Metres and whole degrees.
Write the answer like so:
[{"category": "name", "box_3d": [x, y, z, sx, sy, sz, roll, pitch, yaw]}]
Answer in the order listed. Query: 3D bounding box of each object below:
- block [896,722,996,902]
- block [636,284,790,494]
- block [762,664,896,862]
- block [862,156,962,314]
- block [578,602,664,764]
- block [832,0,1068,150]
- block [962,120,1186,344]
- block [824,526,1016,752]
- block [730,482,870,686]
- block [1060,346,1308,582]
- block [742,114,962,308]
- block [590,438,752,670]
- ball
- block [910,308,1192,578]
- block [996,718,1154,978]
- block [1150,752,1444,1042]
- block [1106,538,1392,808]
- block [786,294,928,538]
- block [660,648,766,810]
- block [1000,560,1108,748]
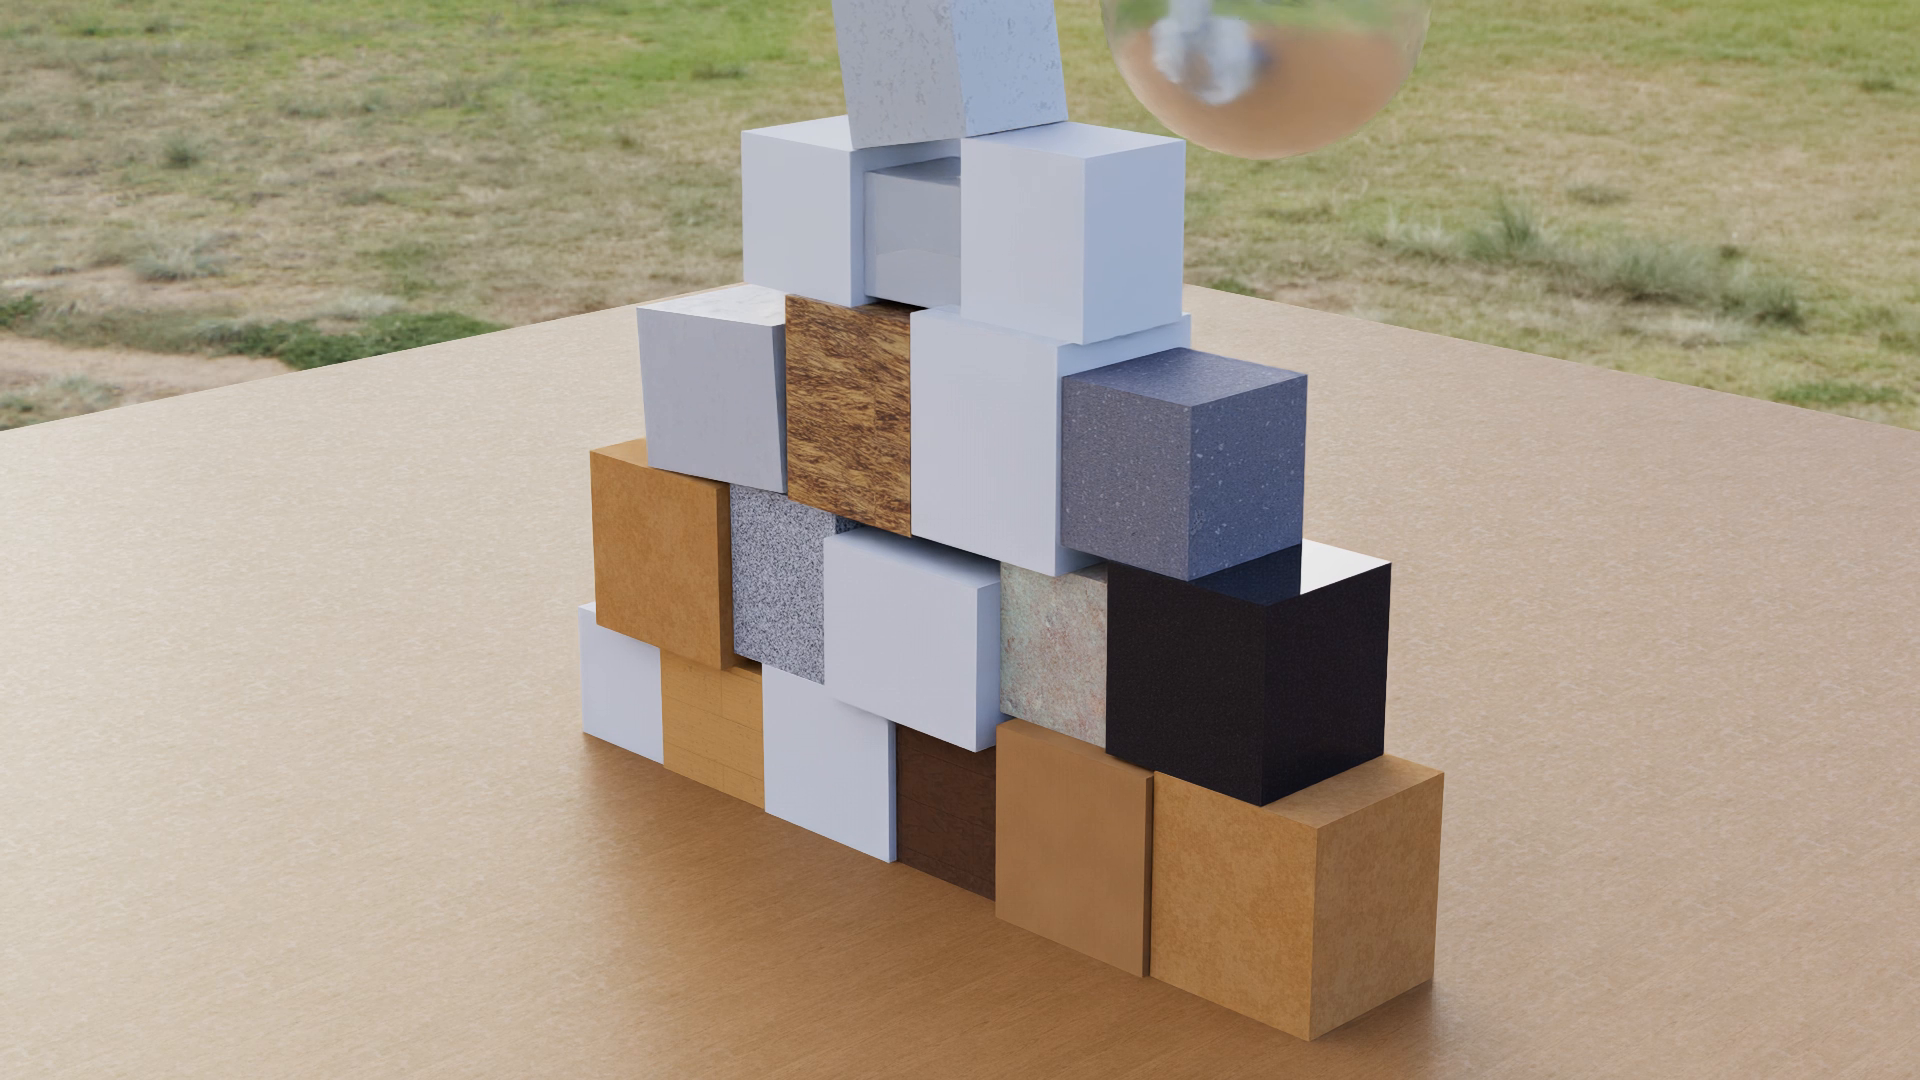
[{"category": "block", "box_3d": [0.217, 1.135, 13.478, 0.701, 0.753, 0.741, -17, 24, -42]}, {"category": "block", "box_3d": [-0.870, -0.755, 14.027, 0.878, 0.780, 0.977, -17, 20, -42]}, {"category": "block", "box_3d": [-0.352, 0.957, 14.032, 0.802, 0.760, 0.867, -17, 24, -42]}, {"category": "block", "box_3d": [-0.006, -1.348, 12.897, 0.627, 0.551, 0.550, 16, 23, 43]}, {"category": "block", "box_3d": [-1.478, 0.666, 15.087, 0.670, 0.684, 0.675, -17, 24, -42]}, {"category": "block", "box_3d": [-0.043, -2.080, 12.715, 0.622, 0.644, 0.723, -17, 13, -43]}, {"category": "block", "box_3d": [0.476, -1.314, 12.414, 0.624, 0.774, 0.706, -17, 24, -42]}, {"category": "block", "box_3d": [0.052, 0.364, 13.390, 0.926, 0.760, 0.980, -17, 25, -42]}, {"category": "block", "box_3d": [-0.548, 0.120, 13.976, 0.789, 0.870, 0.733, -17, 24, -42]}, {"category": "block", "box_3d": [0.932, -0.332, 12.232, 0.702, 0.729, 0.739, 16, 24, 43]}, {"category": "block", "box_3d": [-0.472, -1.517, 13.362, 0.720, 0.695, 0.748, 17, 24, 42]}, {"category": "block", "box_3d": [-1.171, -0.002, 14.554, 0.892, 0.906, 0.958, -17, 24, -42]}, {"category": "ball", "box_3d": [1.467, -2.627, 14.054, 1.600, 1.600, 1.600, 0, 17, 0]}, {"category": "block", "box_3d": [0.391, -0.501, 12.783, 0.844, 0.999, 0.867, -17, 24, -42]}, {"category": "block", "box_3d": [0.780, 1.237, 12.892, 0.893, 0.910, 0.869, -17, 24, -42]}, {"category": "block", "box_3d": [1.409, 1.407, 12.310, 0.844, 0.934, 0.857, -17, 24, -42]}, {"category": "block", "box_3d": [1.197, 0.495, 12.232, 0.809, 0.851, 0.846, -17, 24, -42]}, {"category": "block", "box_3d": [-0.215, -0.644, 13.356, 0.810, 0.963, 0.817, 17, 24, 42]}, {"category": "block", "box_3d": [-0.946, 0.818, 14.600, 0.750, 0.686, 0.779, -17, 24, -42]}, {"category": "block", "box_3d": [0.654, 0.407, 12.787, 0.658, 0.736, 0.693, -17, 24, -42]}]
